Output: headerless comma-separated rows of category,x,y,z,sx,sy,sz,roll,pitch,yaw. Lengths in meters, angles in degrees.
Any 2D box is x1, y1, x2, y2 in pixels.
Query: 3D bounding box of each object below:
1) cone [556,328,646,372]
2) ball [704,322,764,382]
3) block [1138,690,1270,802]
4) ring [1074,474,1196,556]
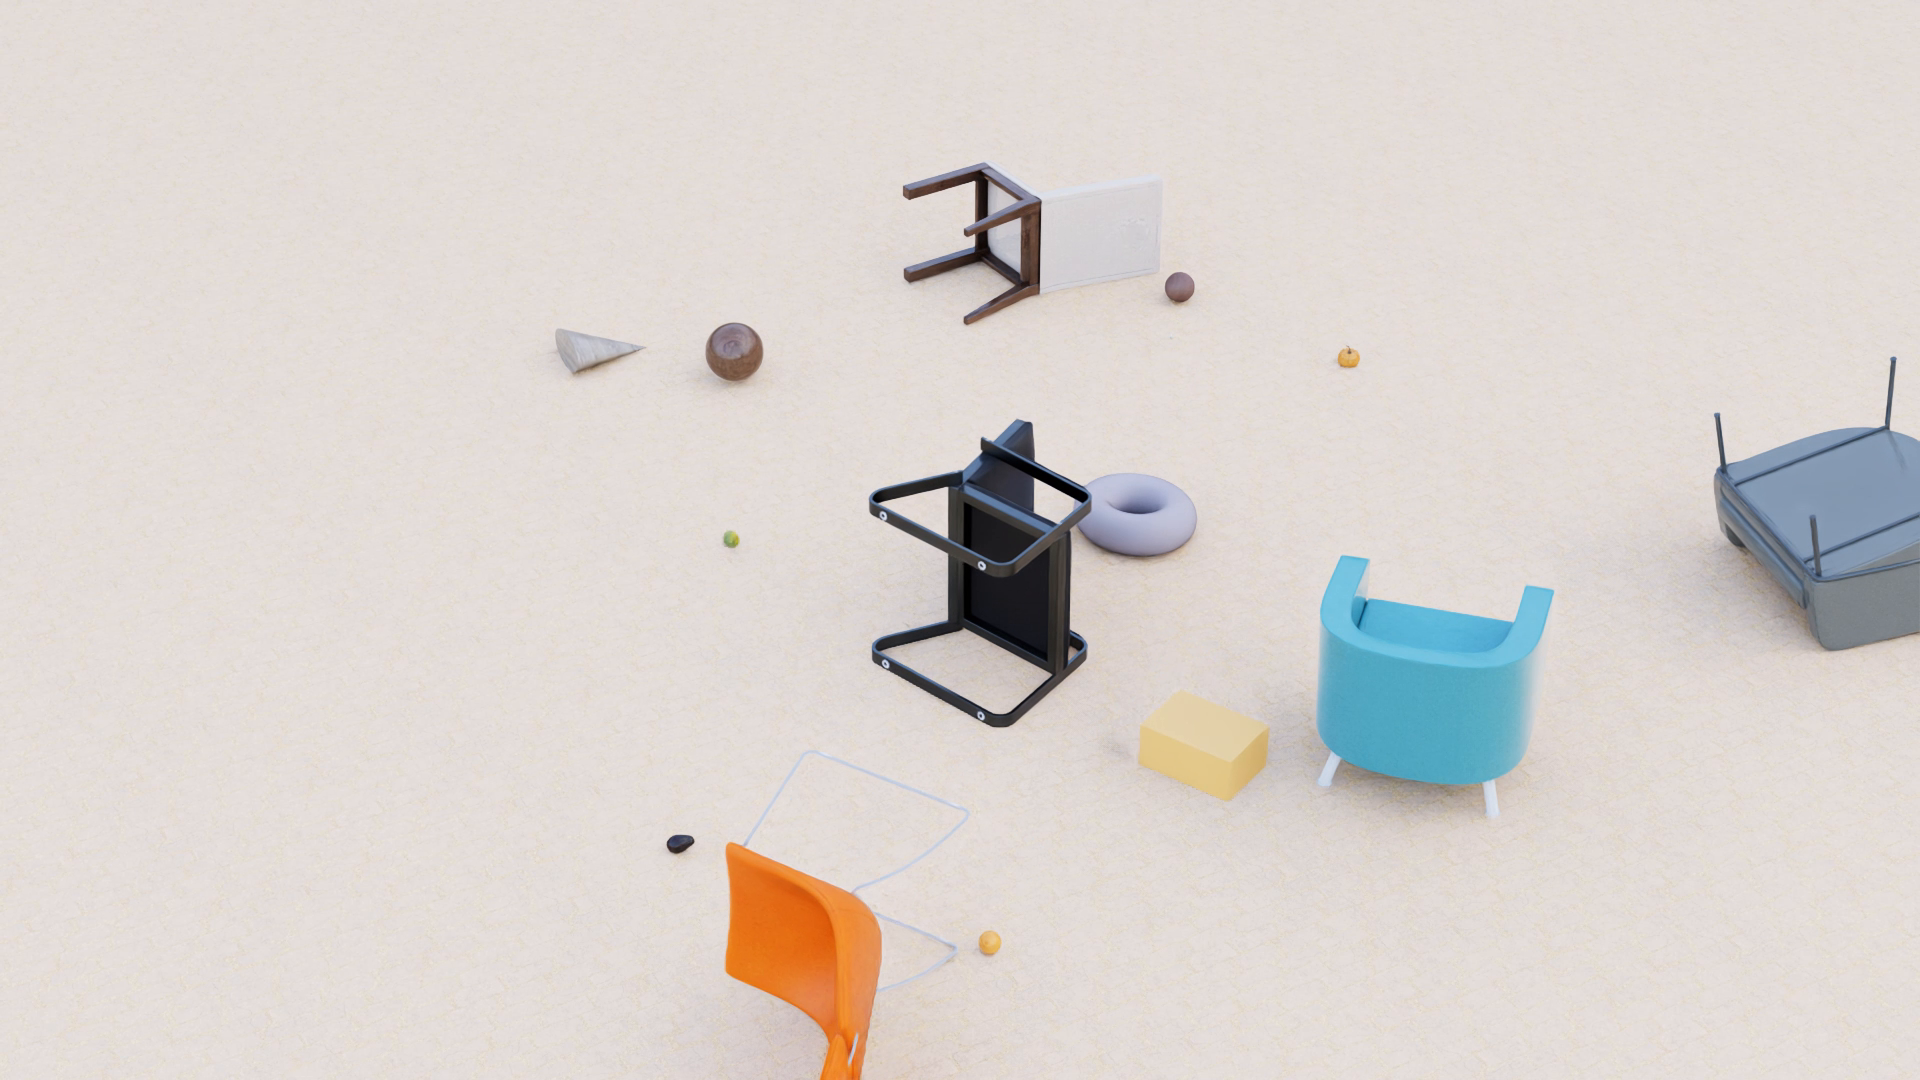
cone,-1.454,-0.788,12.082,0.351,0.131,0.315,-4,31,-25
ball,-0.914,-0.764,11.885,0.240,0.240,0.240,0,33,0
block,0.811,0.682,9.761,0.350,0.164,0.245,22,39,29
ring,0.653,-0.097,10.947,0.478,0.163,0.404,17,38,25
